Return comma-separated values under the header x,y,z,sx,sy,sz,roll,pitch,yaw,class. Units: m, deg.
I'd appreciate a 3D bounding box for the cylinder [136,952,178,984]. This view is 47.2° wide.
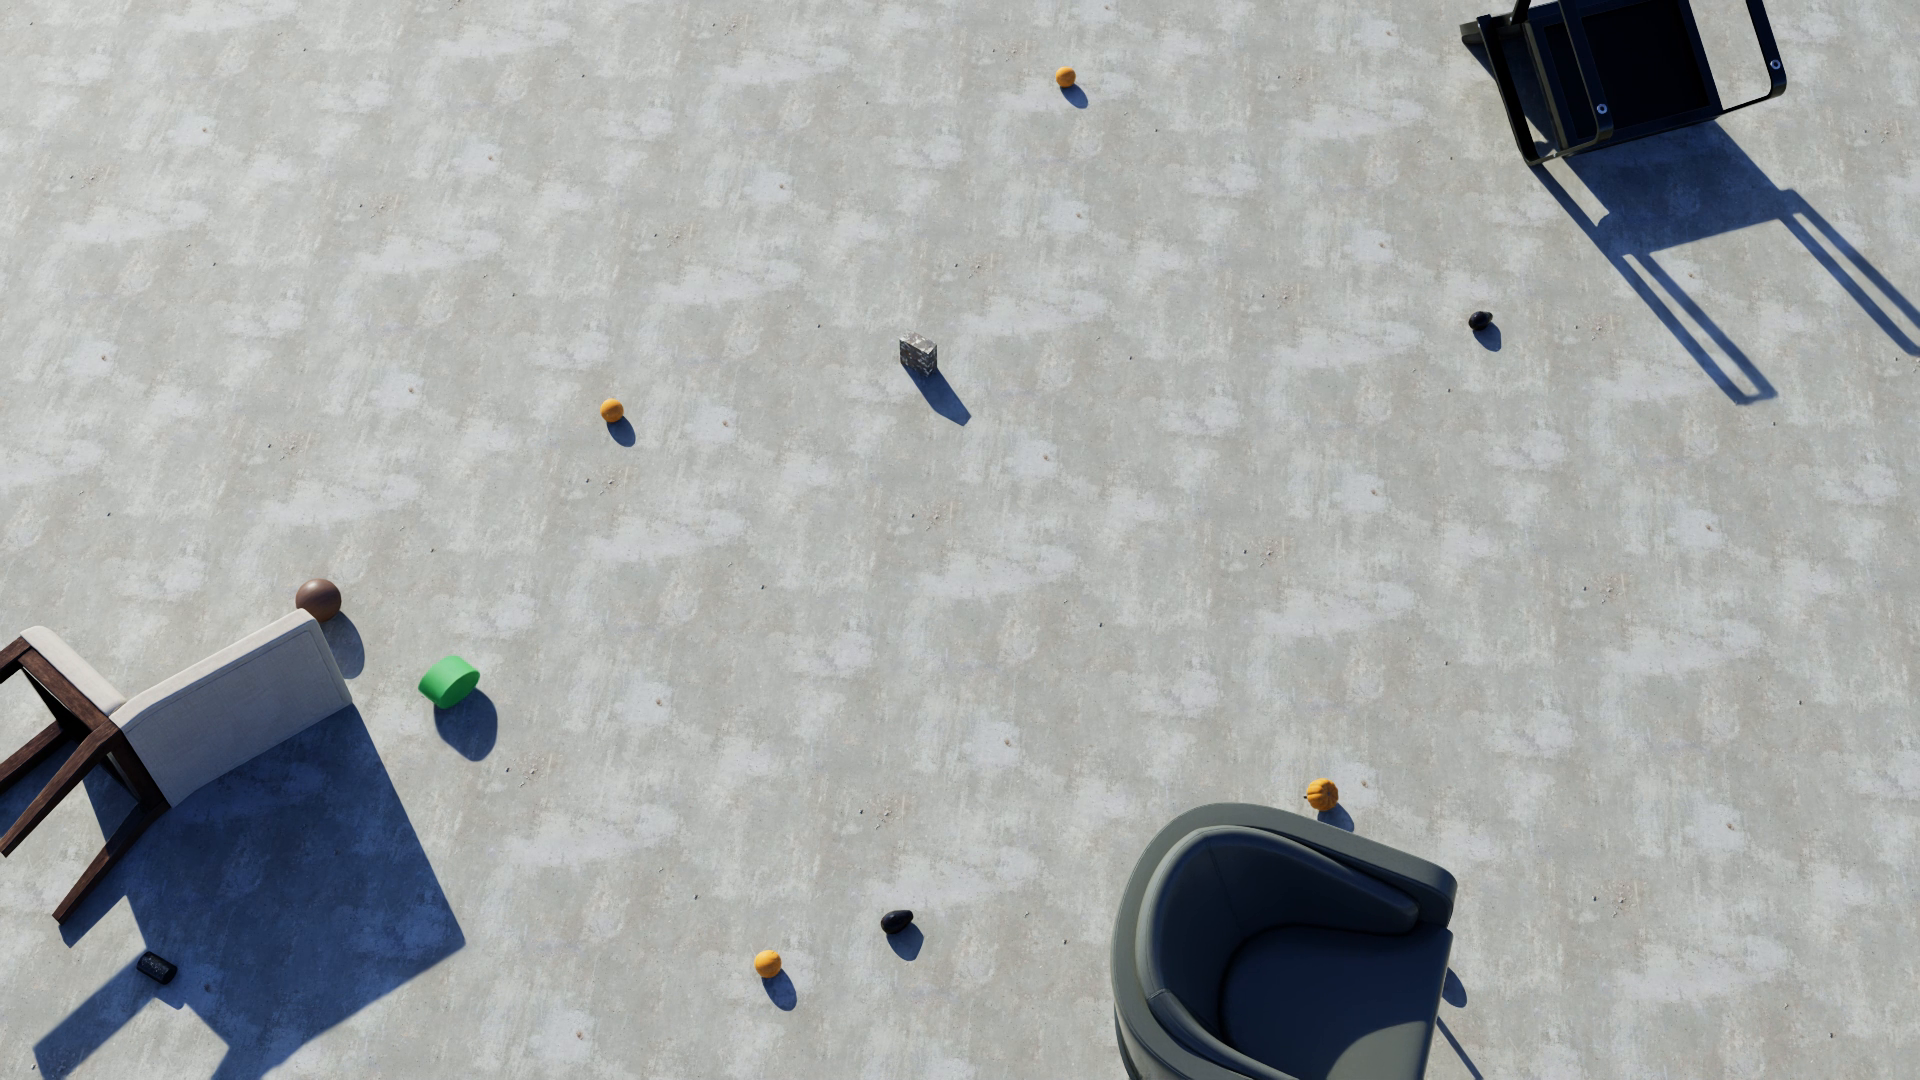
x,y,z,sx,sy,sz,roll,pitch,yaw,class
-2.114,1.127,5.788,0.087,0.049,0.057,25,55,16,cylinder

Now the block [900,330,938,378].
x,y,z,sx,sy,sz,roll,pitch,yaw,class
-0.130,-0.585,6.895,0.109,0.119,0.049,29,61,18,block
